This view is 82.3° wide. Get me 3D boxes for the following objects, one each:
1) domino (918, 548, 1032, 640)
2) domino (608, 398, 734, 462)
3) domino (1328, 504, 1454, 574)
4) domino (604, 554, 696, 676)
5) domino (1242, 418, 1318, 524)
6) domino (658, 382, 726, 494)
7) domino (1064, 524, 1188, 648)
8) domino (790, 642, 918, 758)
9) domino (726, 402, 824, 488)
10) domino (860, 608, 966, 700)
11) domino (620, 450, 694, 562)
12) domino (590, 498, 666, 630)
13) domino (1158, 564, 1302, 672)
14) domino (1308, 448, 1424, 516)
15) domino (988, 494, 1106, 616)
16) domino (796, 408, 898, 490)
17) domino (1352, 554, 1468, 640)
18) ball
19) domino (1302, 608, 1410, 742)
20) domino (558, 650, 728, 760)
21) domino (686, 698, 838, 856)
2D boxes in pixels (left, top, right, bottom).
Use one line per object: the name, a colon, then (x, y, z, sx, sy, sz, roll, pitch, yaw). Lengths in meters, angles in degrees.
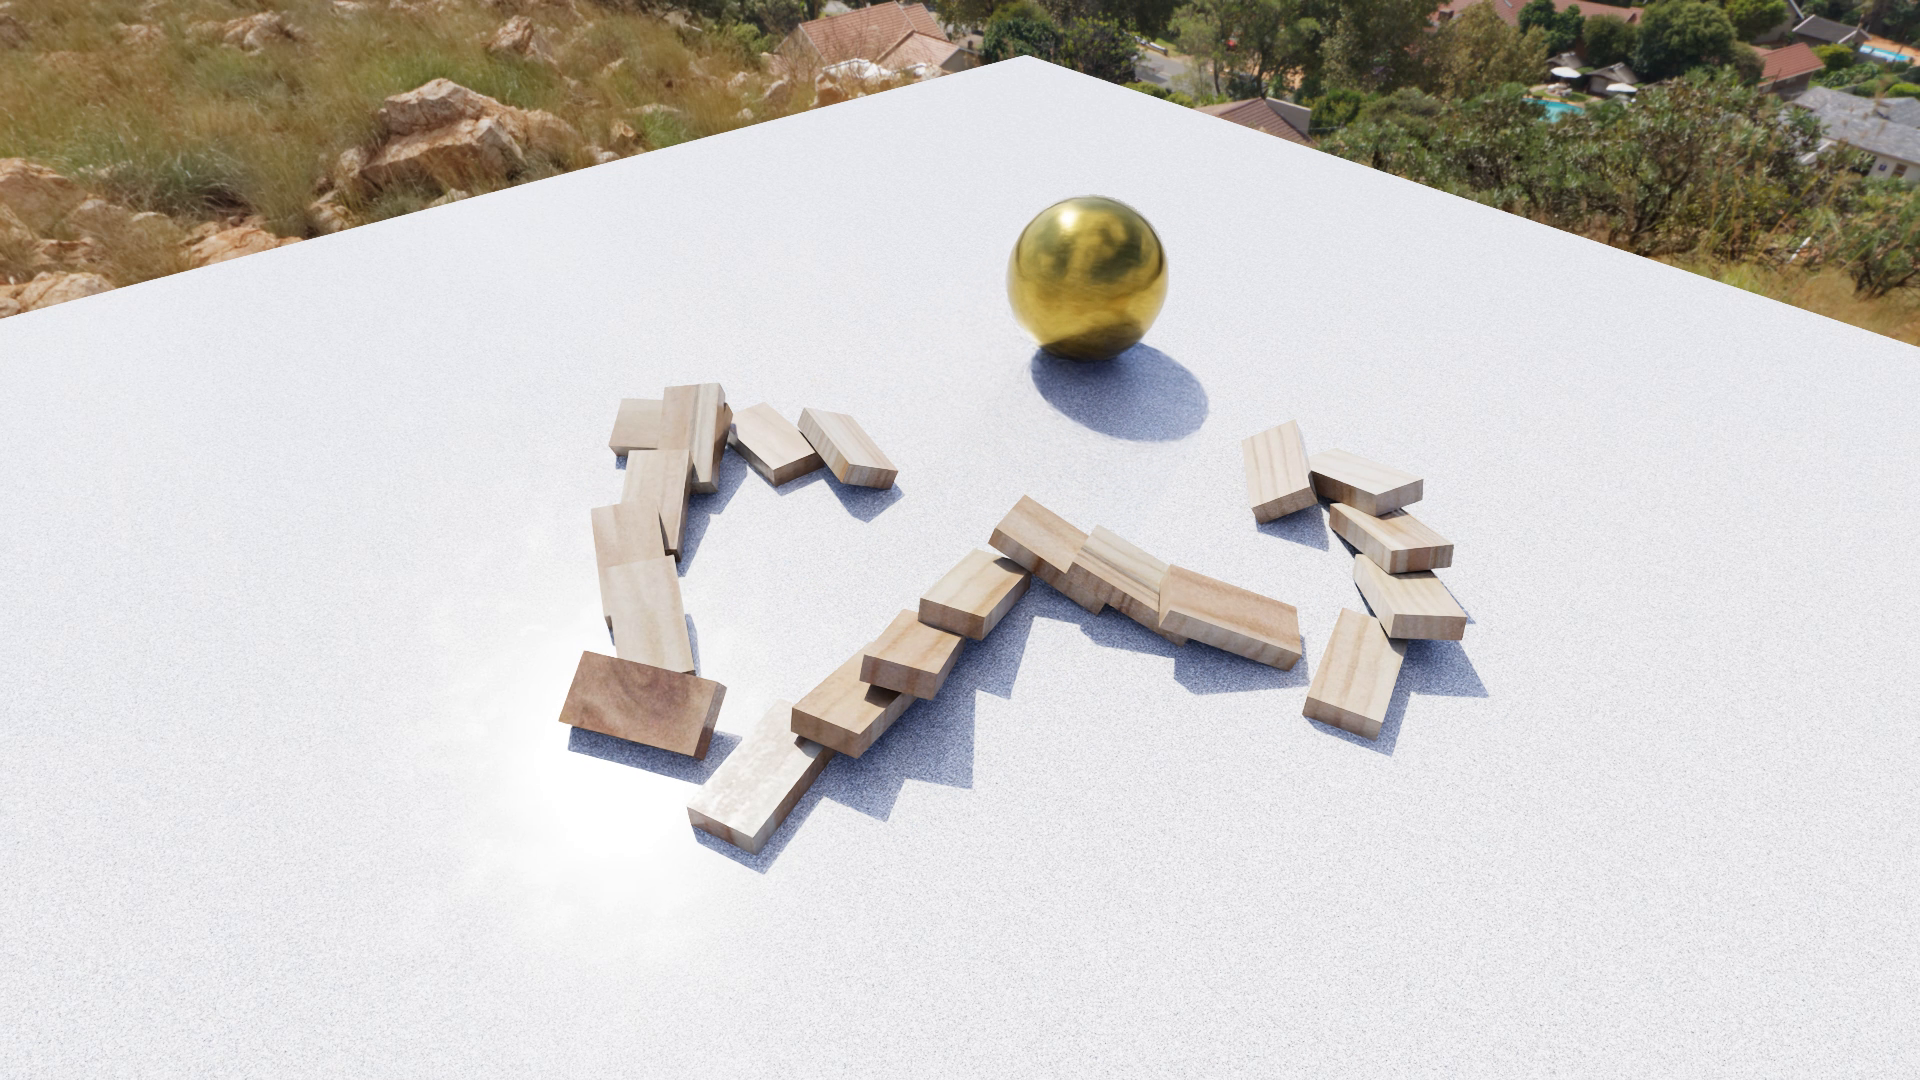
domino: (0.007, 0.019, 0.409, 0.025, 0.009, 0.050, 16, 26, 19)
domino: (-0.130, -0.050, 0.494, 0.050, 0.009, 0.025, 4, 65, 9)
domino: (0.169, -0.002, 0.435, 0.025, 0.010, 0.050, -6, 23, -7)
domino: (-0.112, 0.030, 0.396, 0.025, 0.009, 0.050, -11, 56, -13)
domino: (0.136, -0.030, 0.471, 0.025, 0.009, 0.050, -22, 33, 24)
domino: (-0.117, -0.044, 0.479, 0.025, 0.009, 0.050, -4, 64, 5)
domino: (0.067, 0.017, 0.411, 0.050, 0.010, 0.025, 31, 46, 8)
domino: (-0.032, 0.052, 0.369, 0.025, 0.009, 0.050, 18, 27, 20)
domino: (-0.086, -0.044, 0.497, 0.025, 0.010, 0.050, -26, 46, -28)
domino: (-0.015, 0.038, 0.379, 0.025, 0.010, 0.050, 14, 16, 9)
domino: (-0.125, -0.014, 0.450, 0.025, 0.010, 0.050, -1, 56, -2)
domino: (-0.126, 0.008, 0.422, 0.025, 0.010, 0.050, -11, 57, -13)
domino: (0.097, 0.028, 0.398, 0.050, 0.010, 0.025, 19, 40, -4)
domino: (0.166, -0.025, 0.463, 0.025, 0.010, 0.050, -17, 25, -20)
domino: (0.039, 0.005, 0.424, 0.050, 0.009, 0.025, 33, 45, 9)
domino: (-0.050, -0.041, 0.485, 0.025, 0.009, 0.050, 6, 30, -38)
domino: (0.166, 0.021, 0.408, 0.025, 0.009, 0.050, 2, 24, 3)
ball: (0.063, -0.129, 0.545, 0.080, 0.080, 0.080, 0, 39, 0)
domino: (0.140, 0.046, 0.387, 0.025, 0.010, 0.050, 19, 43, 22)
domino: (-0.106, 0.055, 0.367, 0.050, 0.009, 0.025, 11, 73, 13)
domino: (-0.061, 0.075, 0.352, 0.025, 0.009, 0.050, 18, 43, 21)
